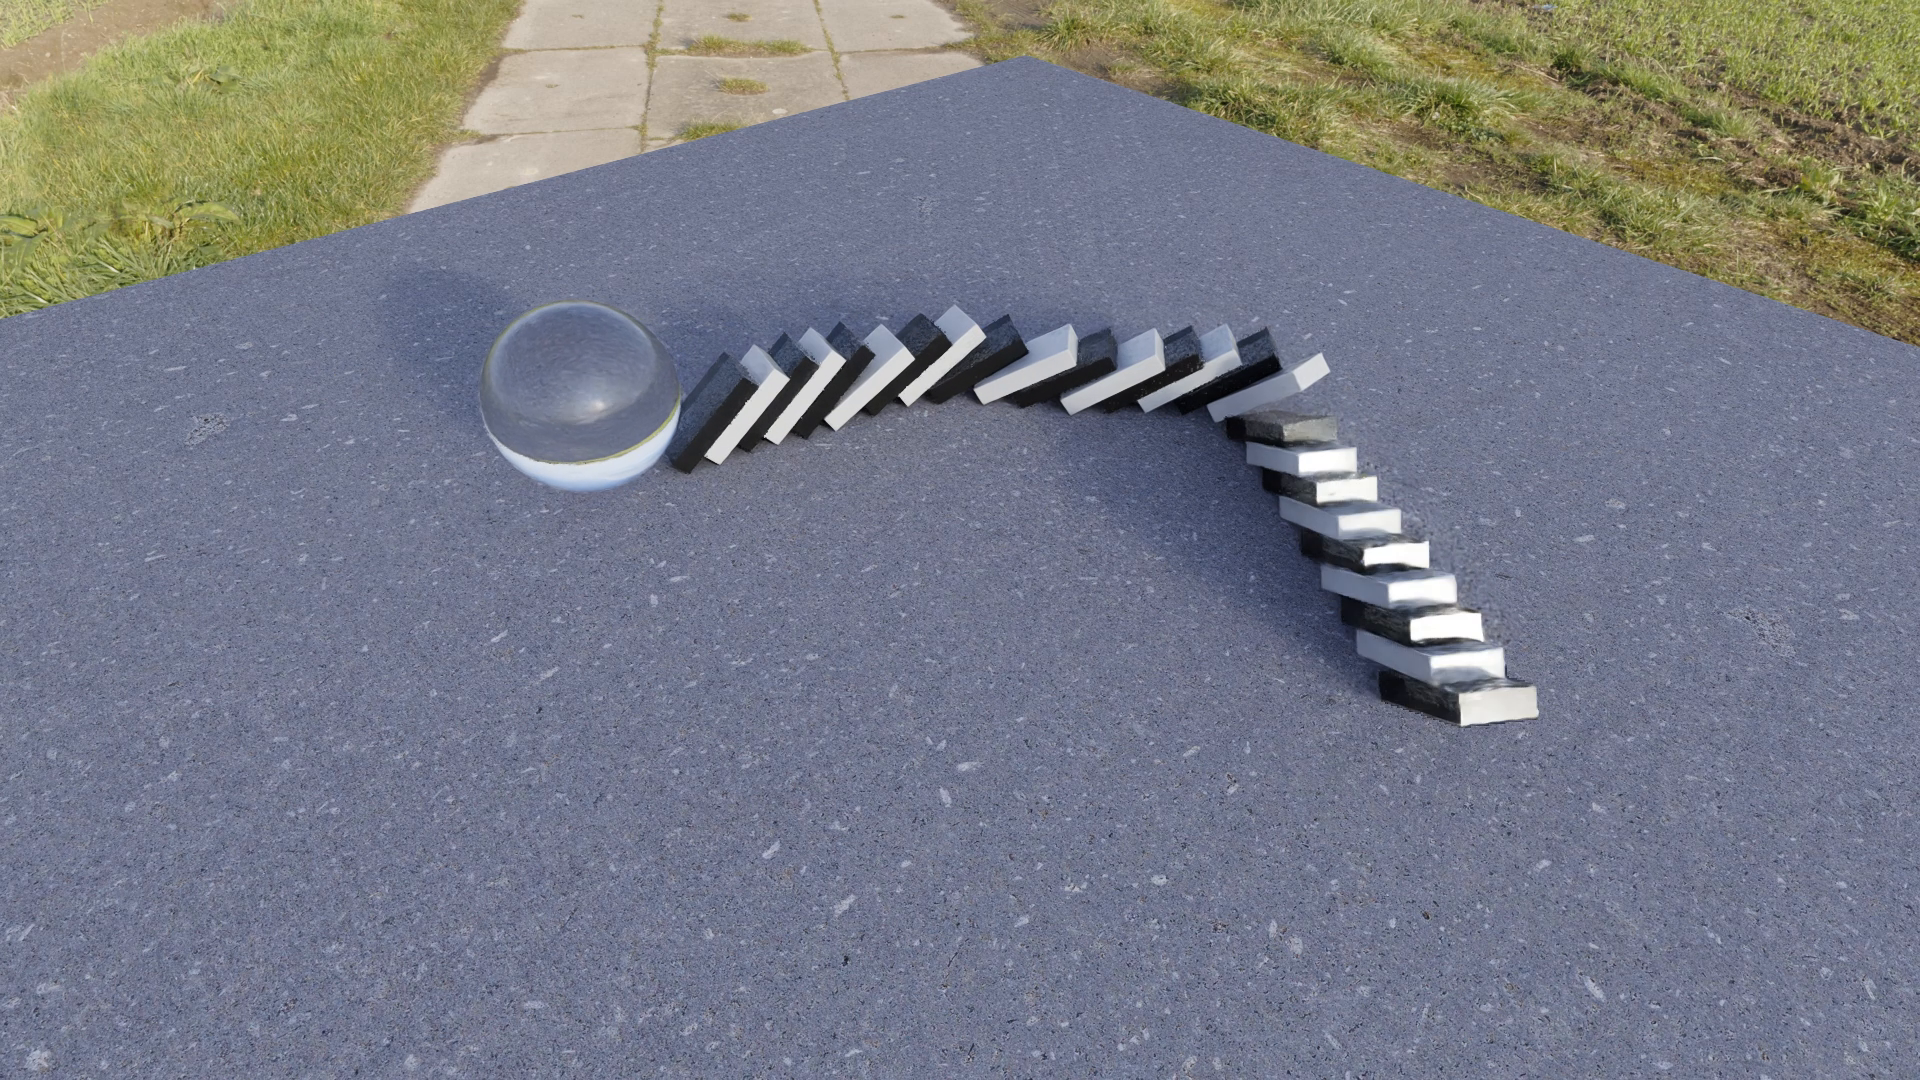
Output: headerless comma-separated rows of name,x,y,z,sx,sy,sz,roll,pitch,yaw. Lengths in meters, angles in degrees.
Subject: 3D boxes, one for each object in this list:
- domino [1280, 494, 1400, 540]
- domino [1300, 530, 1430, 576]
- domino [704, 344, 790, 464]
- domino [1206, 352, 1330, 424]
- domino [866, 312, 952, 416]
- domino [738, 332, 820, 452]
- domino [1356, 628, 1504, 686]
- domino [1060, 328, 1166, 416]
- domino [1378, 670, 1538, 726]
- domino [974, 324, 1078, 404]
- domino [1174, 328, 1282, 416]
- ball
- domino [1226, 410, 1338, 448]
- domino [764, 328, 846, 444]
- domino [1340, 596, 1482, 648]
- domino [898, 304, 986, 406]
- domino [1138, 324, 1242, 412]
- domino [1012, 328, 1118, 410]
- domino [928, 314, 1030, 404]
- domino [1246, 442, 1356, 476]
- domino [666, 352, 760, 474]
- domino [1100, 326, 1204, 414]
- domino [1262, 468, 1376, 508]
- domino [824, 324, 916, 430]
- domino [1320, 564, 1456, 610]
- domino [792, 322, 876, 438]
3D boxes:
domino,0.151,-0.011,0.439,0.025,0.009,0.050,-7,12,-8
domino,0.154,0.003,0.421,0.025,0.010,0.050,-6,9,-8
domino,-0.100,-0.061,0.493,0.050,0.009,0.025,-49,47,9
domino,0.140,-0.069,0.503,0.025,0.010,0.050,-32,8,-37
domino,-0.030,-0.084,0.525,0.050,0.009,0.025,-42,43,1
domino,-0.087,-0.067,0.499,0.050,0.009,0.025,-49,47,9
domino,0.159,0.038,0.377,0.025,0.009,0.050,-5,7,-6
domino,0.072,-0.080,0.520,0.050,0.010,0.025,-24,32,25
domino,0.161,0.050,0.360,0.025,0.009,0.050,-5,2,-6
domino,0.032,-0.084,0.527,0.050,0.010,0.025,-20,33,23
domino,0.125,-0.079,0.520,0.050,0.010,0.025,-24,31,24
ball,-0.158,-0.060,0.461,0.080,0.080,0.080,0,39,0
domino,0.141,-0.050,0.486,0.025,0.010,0.050,-11,12,-13
domino,-0.076,-0.071,0.505,0.050,0.009,0.025,-49,47,8
domino,0.158,0.027,0.388,0.025,0.010,0.050,-5,7,-6
domino,-0.014,-0.089,0.531,0.050,0.010,0.025,-41,42,2
domino,0.107,-0.081,0.522,0.050,0.010,0.025,-26,33,22
domino,0.050,-0.082,0.525,0.050,0.010,0.025,-20,33,23
domino,0.007,-0.088,0.533,0.050,0.009,0.025,-29,40,9
domino,0.144,-0.036,0.469,0.025,0.010,0.050,-6,11,-9
domino,-0.112,-0.057,0.488,0.050,0.009,0.025,-49,47,9
domino,0.090,-0.081,0.521,0.050,0.009,0.025,-25,33,24
domino,0.148,-0.023,0.455,0.025,0.010,0.050,-7,12,-8
domino,-0.048,-0.077,0.517,0.050,0.009,0.025,-42,47,1
domino,0.156,0.016,0.404,0.025,0.009,0.050,-6,7,-8
domino,-0.063,-0.074,0.510,0.050,0.010,0.025,-49,47,9
